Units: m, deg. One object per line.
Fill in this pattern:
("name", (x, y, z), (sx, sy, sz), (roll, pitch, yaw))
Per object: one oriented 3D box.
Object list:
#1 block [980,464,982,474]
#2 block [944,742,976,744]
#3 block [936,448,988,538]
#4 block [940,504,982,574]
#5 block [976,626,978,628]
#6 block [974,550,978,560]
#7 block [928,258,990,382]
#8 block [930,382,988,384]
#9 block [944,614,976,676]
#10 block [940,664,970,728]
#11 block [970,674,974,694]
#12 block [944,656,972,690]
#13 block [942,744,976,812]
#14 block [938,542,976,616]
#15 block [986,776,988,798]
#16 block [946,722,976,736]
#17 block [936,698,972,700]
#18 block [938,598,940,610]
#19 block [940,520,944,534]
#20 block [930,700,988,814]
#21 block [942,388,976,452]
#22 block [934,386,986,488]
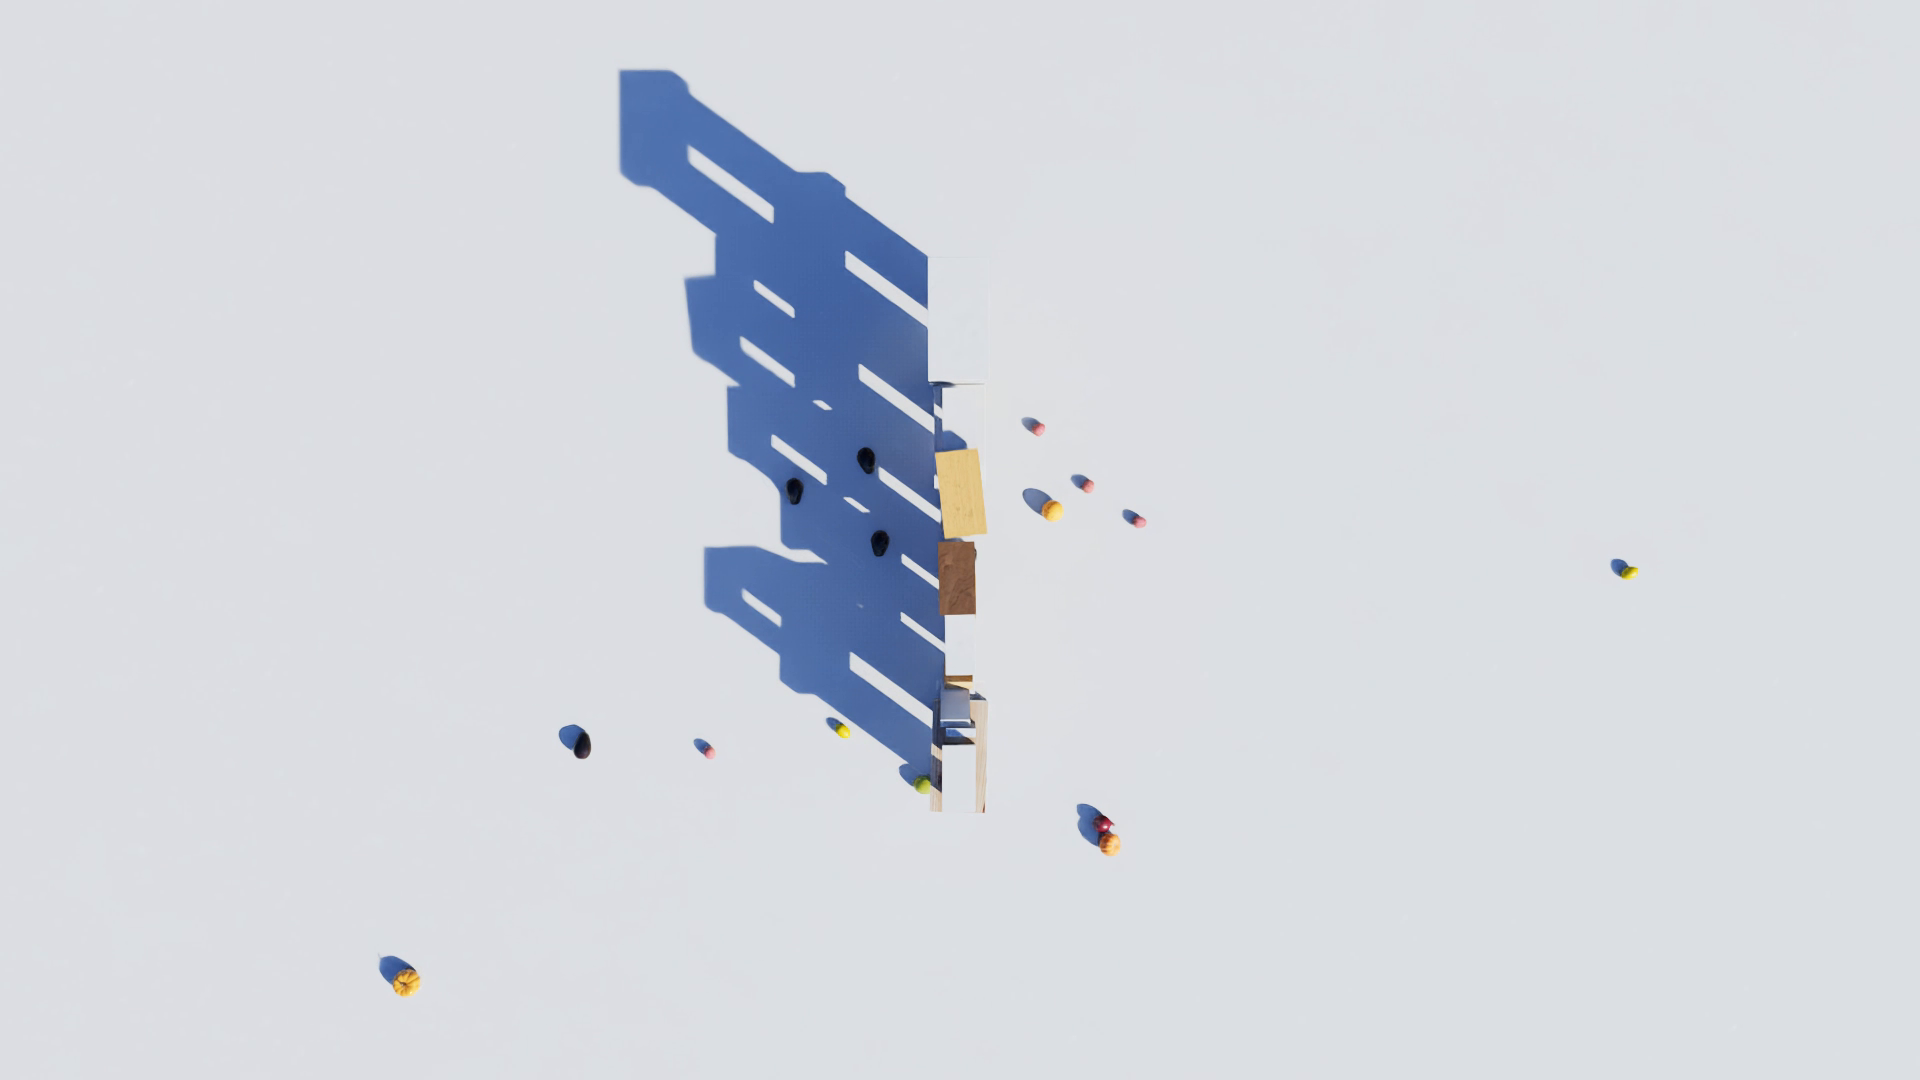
("block", (0.003, -0.208, 5.009), (0.126, 0.253, 0.036), (0, 90, 0))
("block", (-0.003, 0.642, 5.009), (0.099, 0.197, 0.028), (1, 90, 0))
("block", (0.004, -0.137, 4.864), (0.126, 0.036, 0.253), (-6, 90, 0))
("block", (0.004, -0.025, 5.221), (0.130, 0.037, 0.260), (0, 90, 0))
("block", (0.006, 0.263, 5.191), (0.093, 0.185, 0.026), (-4, 89, 0))
("block", (-0.003, 0.046, 5.093), (0.110, 0.221, 0.031), (0, 90, 0))
("block", (-0.004, -0.631, 4.719), (0.174, 0.049, 0.348), (0, 90, 0))
("block", (-0.005, -0.663, 5.117), (0.179, 0.051, 0.357), (0, 90, 0))
("block", (0.001, 0.323, 5.086), (0.093, 0.026, 0.185), (-1, 90, 0))
("block", (-0.014, 0.480, 5.118), (0.089, 0.355, 0.025), (0, 114, 0))
("block", (0.000, 0.398, 5.299), (0.094, 0.027, 0.188), (0, 90, 0))
("block", (-0.005, 0.416, 5.199), (0.089, 0.177, 0.025), (-1, 114, 0))
("block", (-0.003, 0.707, 4.896), (0.099, 0.028, 0.197), (0, 90, 0))
("block", (-0.009, 0.115, 4.967), (0.110, 0.031, 0.221), (-1, 90, 0))
("block", (0.001, 0.784, 5.328), (0.172, 0.344, 0.049), (0, 90, 0))
("block", (0.003, 0.575, 5.019), (0.089, 0.177, 0.025), (1, 90, 0))
("block", (0.003, 0.554, 5.328), (0.172, 0.344, 0.049), (1, 90, 0))
("block", (-0.010, 0.195, 5.133), (0.110, 0.302, 0.031), (-3, 90, 0))
("block", (0.005, -0.039, 5.043), (0.126, 0.321, 0.036), (1, 90, 0))
("block", (-0.003, 0.672, 5.132), (0.172, 0.049, 0.344), (2, 90, 0))
("block", (-0.002, -0.353, 4.923), (0.099, 0.028, 0.198), (0, 90, 0))
("block", (-0.001, -0.321, 5.158), (0.160, 0.045, 0.320), (0, 90, 0))
